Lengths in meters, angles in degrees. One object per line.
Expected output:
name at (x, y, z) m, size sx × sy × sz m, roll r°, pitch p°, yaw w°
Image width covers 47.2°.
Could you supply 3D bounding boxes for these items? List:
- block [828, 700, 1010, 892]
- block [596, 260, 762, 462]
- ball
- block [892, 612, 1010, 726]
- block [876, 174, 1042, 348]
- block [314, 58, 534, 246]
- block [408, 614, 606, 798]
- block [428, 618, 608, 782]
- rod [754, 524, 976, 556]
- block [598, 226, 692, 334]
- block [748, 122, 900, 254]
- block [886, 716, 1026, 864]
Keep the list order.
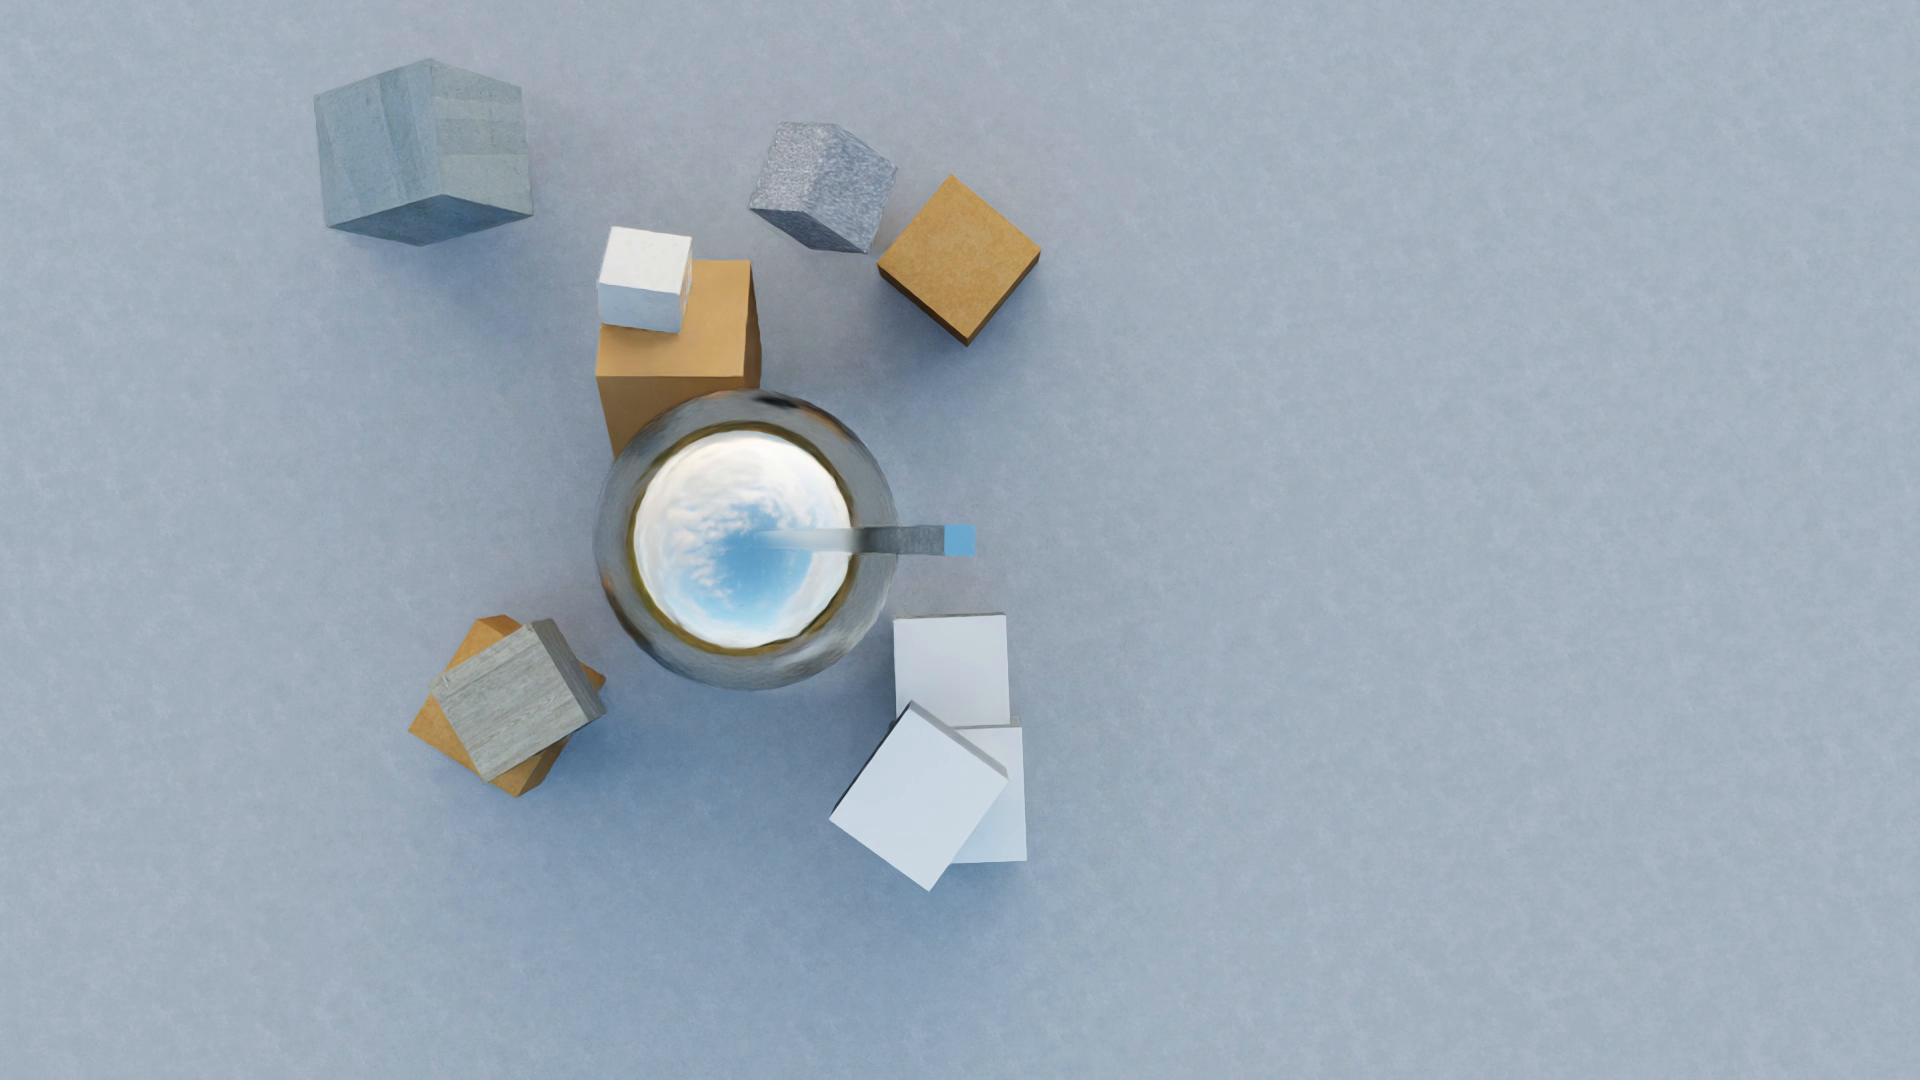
block at (-0.216, 1.366, 11.883) m, size 0.652 × 0.658 × 0.720 m, roll 36°, pitch 90°, yaw 0°
block at (-1.567, -0.993, 12.425) m, size 0.796 × 0.846 × 0.810 m, roll 0°, pitch 57°, yaw 0°
ball at (-1.117, 0.000, 11.567) m, size 1.600 × 1.600 × 1.600 m, roll 0°, pitch 90°, yaw 0°
block at (-0.048, 0.746, 12.718) m, size 0.639 × 0.564 × 0.617 m, roll -2°, pitch 90°, yaw 0°
block at (-0.005, -1.603, 12.707) m, size 0.666 × 0.586 × 0.658 m, roll 40°, pitch 90°, yaw 0°
block at (-3.024, -2.168, 12.427) m, size 0.847 × 0.776 × 0.756 m, roll -10°, pitch 84°, yaw 28°
block at (-2.583, 0.940, 12.627) m, size 0.713 × 0.745 × 0.734 m, roll 32°, pitch 90°, yaw 0°
block at (-2.388, 0.860, 11.934) m, size 0.635 × 0.640 × 0.610 m, roll -31°, pitch 90°, yaw 0°
rod at (-0.484, 0.000, 8.227) m, size 0.080 × 5.200 × 0.080 m, roll 0°, pitch 90°, yaw -11°
block at (-1.706, -1.412, 11.961) m, size 0.431 × 0.349 × 0.396 m, roll 8°, pitch 57°, yaw -1°
block at (-0.769, -1.988, 12.415) m, size 0.474 × 0.551 × 0.533 m, roll 11°, pitch 78°, yaw 43°
block at (-0.019, 1.425, 12.606) m, size 0.753 × 0.788 × 0.740 m, roll -2°, pitch 90°, yaw 0°
